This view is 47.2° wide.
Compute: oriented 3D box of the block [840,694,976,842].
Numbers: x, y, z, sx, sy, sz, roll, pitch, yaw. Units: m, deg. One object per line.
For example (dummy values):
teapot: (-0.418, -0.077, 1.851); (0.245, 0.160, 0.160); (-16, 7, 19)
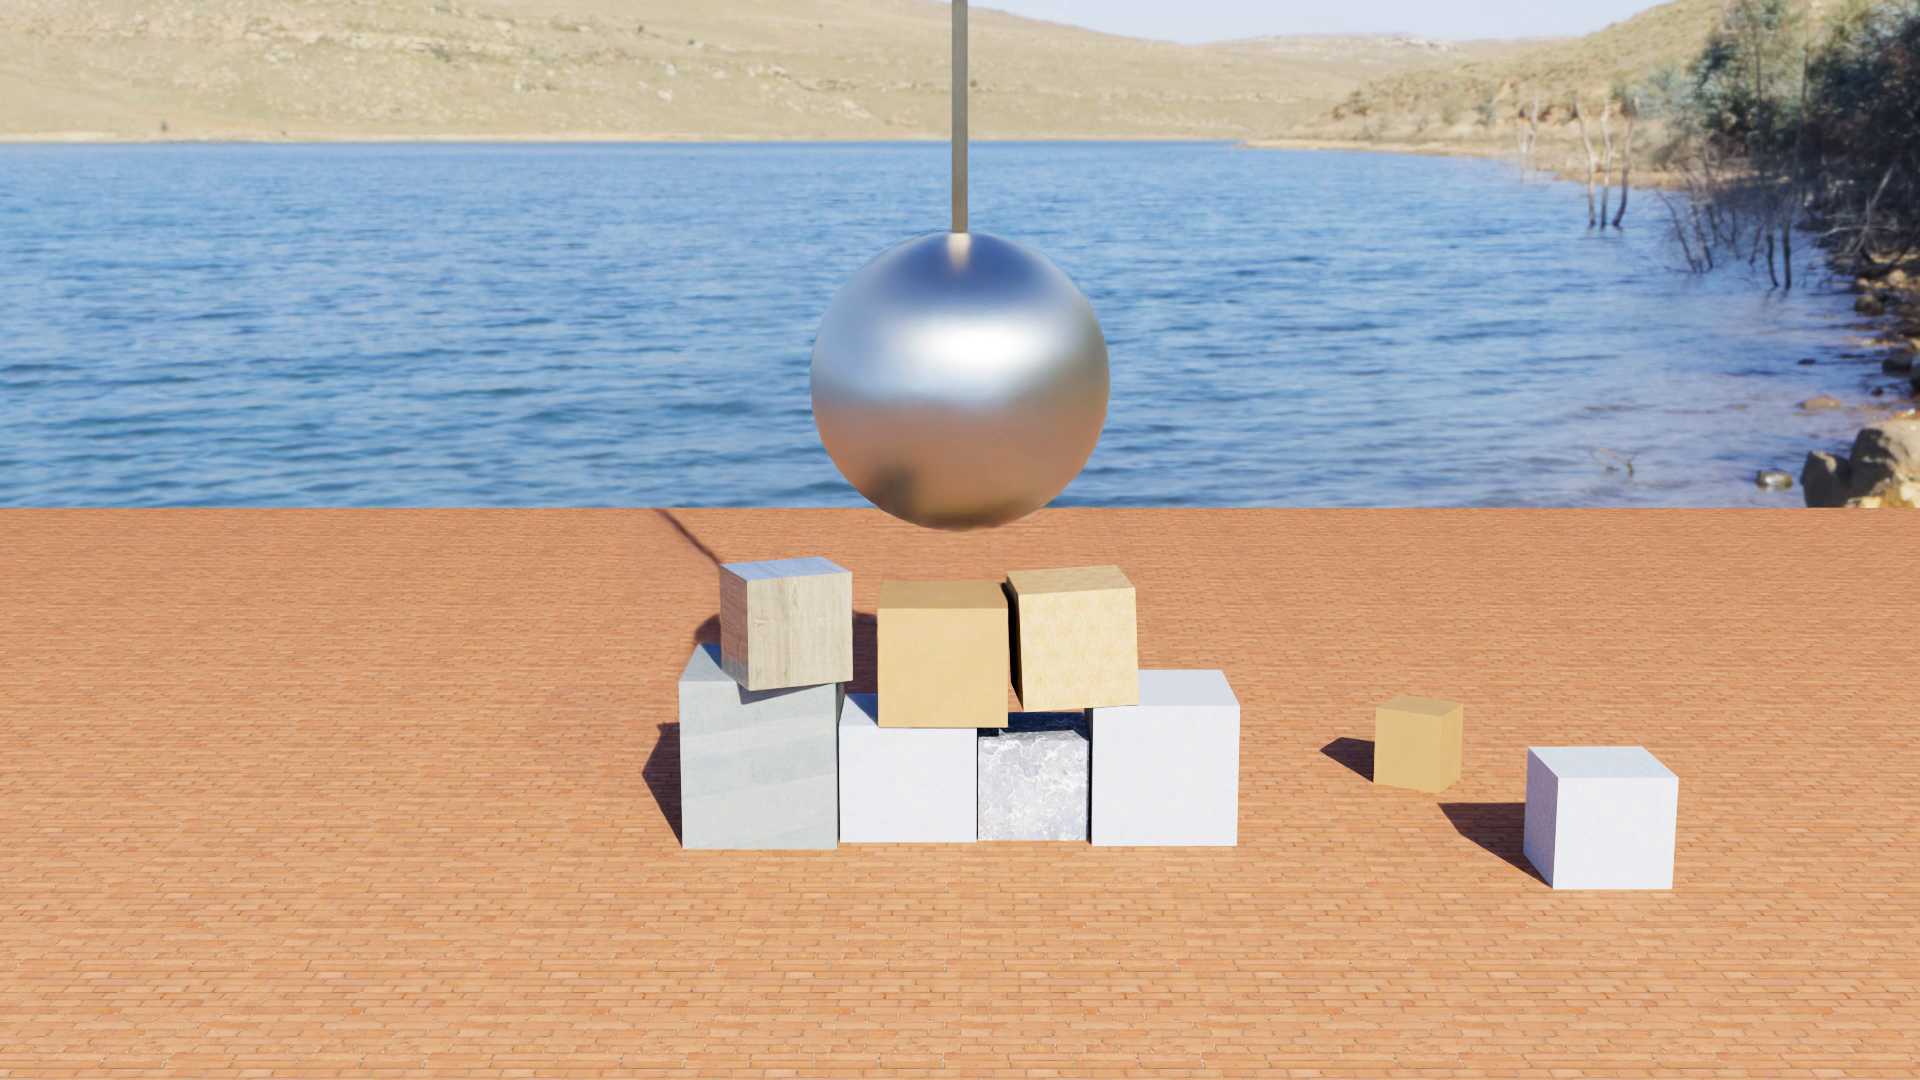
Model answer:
block: (-0.262, 1.173, 11.411); (0.689, 0.609, 0.654); (0, 10, 0)

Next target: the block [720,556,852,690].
block: (-0.867, 0.409, 10.949); (0.538, 0.547, 0.447); (-4, 11, -23)

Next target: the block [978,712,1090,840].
block: (0.372, 1.218, 11.407); (0.559, 0.522, 0.564); (0, 10, 0)

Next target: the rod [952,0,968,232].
rod: (0.000, -4.104, 10.719); (0.080, 5.200, 0.080); (0, 16, 0)

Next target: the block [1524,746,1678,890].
block: (3.096, 1.340, 10.663); (0.566, 0.548, 0.541); (0, 10, -1)

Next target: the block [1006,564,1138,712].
block: (0.564, 0.491, 11.178); (0.577, 0.593, 0.616); (-4, 10, -4)

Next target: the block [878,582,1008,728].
block: (-0.083, 0.577, 11.292); (0.647, 0.607, 0.686); (0, 10, 0)

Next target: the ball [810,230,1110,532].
ball: (0.000, -0.844, 11.684); (1.600, 1.600, 1.600); (0, 10, 0)

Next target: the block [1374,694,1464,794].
block: (2.540, 1.124, 12.178); (0.377, 0.431, 0.349); (6, 12, 31)

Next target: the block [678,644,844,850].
block: (-1.004, 1.052, 11.361); (0.774, 0.865, 0.821); (0, 10, 0)

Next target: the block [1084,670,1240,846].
block: (1.029, 1.116, 11.398); (0.730, 0.725, 0.762); (0, 10, 0)
